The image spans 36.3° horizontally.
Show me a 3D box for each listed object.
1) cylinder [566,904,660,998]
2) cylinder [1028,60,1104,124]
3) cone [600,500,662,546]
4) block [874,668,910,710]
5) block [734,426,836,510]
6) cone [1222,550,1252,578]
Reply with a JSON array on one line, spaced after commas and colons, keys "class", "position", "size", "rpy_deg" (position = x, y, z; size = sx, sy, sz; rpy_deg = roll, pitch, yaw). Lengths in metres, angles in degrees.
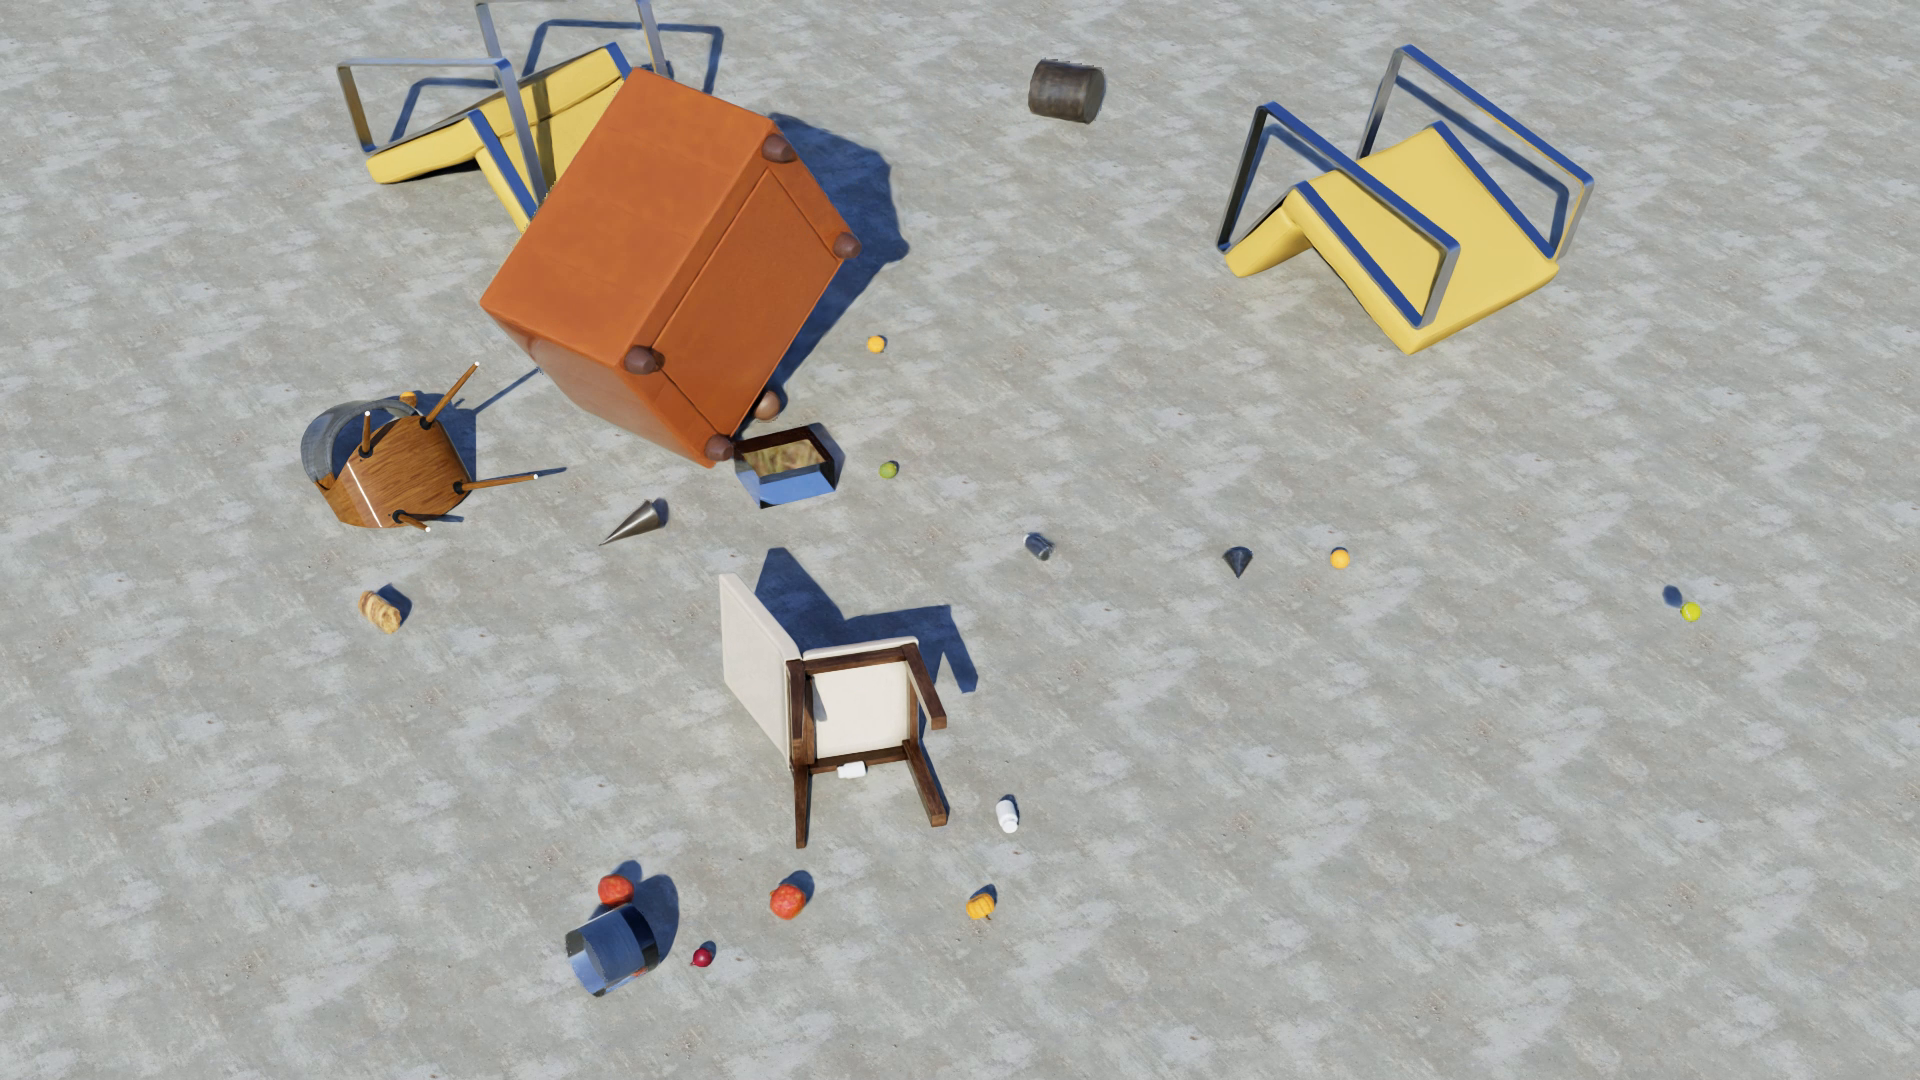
[{"class": "cylinder", "position": [-1.050, 1.240, 8.861], "size": [0.193, 0.223, 0.214], "rpy_deg": [-25, 26, -32]}, {"class": "cylinder", "position": [0.505, -2.133, 13.947], "size": [0.278, 0.256, 0.276], "rpy_deg": [13, 49, 18]}, {"class": "cone", "position": [-1.246, -0.037, 10.944], "size": [0.242, 0.131, 0.112], "rpy_deg": [-30, 66, -16]}, {"class": "block", "position": [-0.232, 0.515, 10.077], "size": [0.097, 0.095, 0.072], "rpy_deg": [-23, 40, -31]}, {"class": "block", "position": [-0.674, -0.280, 11.239], "size": [0.306, 0.143, 0.276], "rpy_deg": [-14, 36, -20]}, {"class": "cone", "position": [1.019, 0.102, 10.751], "size": [0.110, 0.093, 0.092], "rpy_deg": [0, 60, -1]}]
